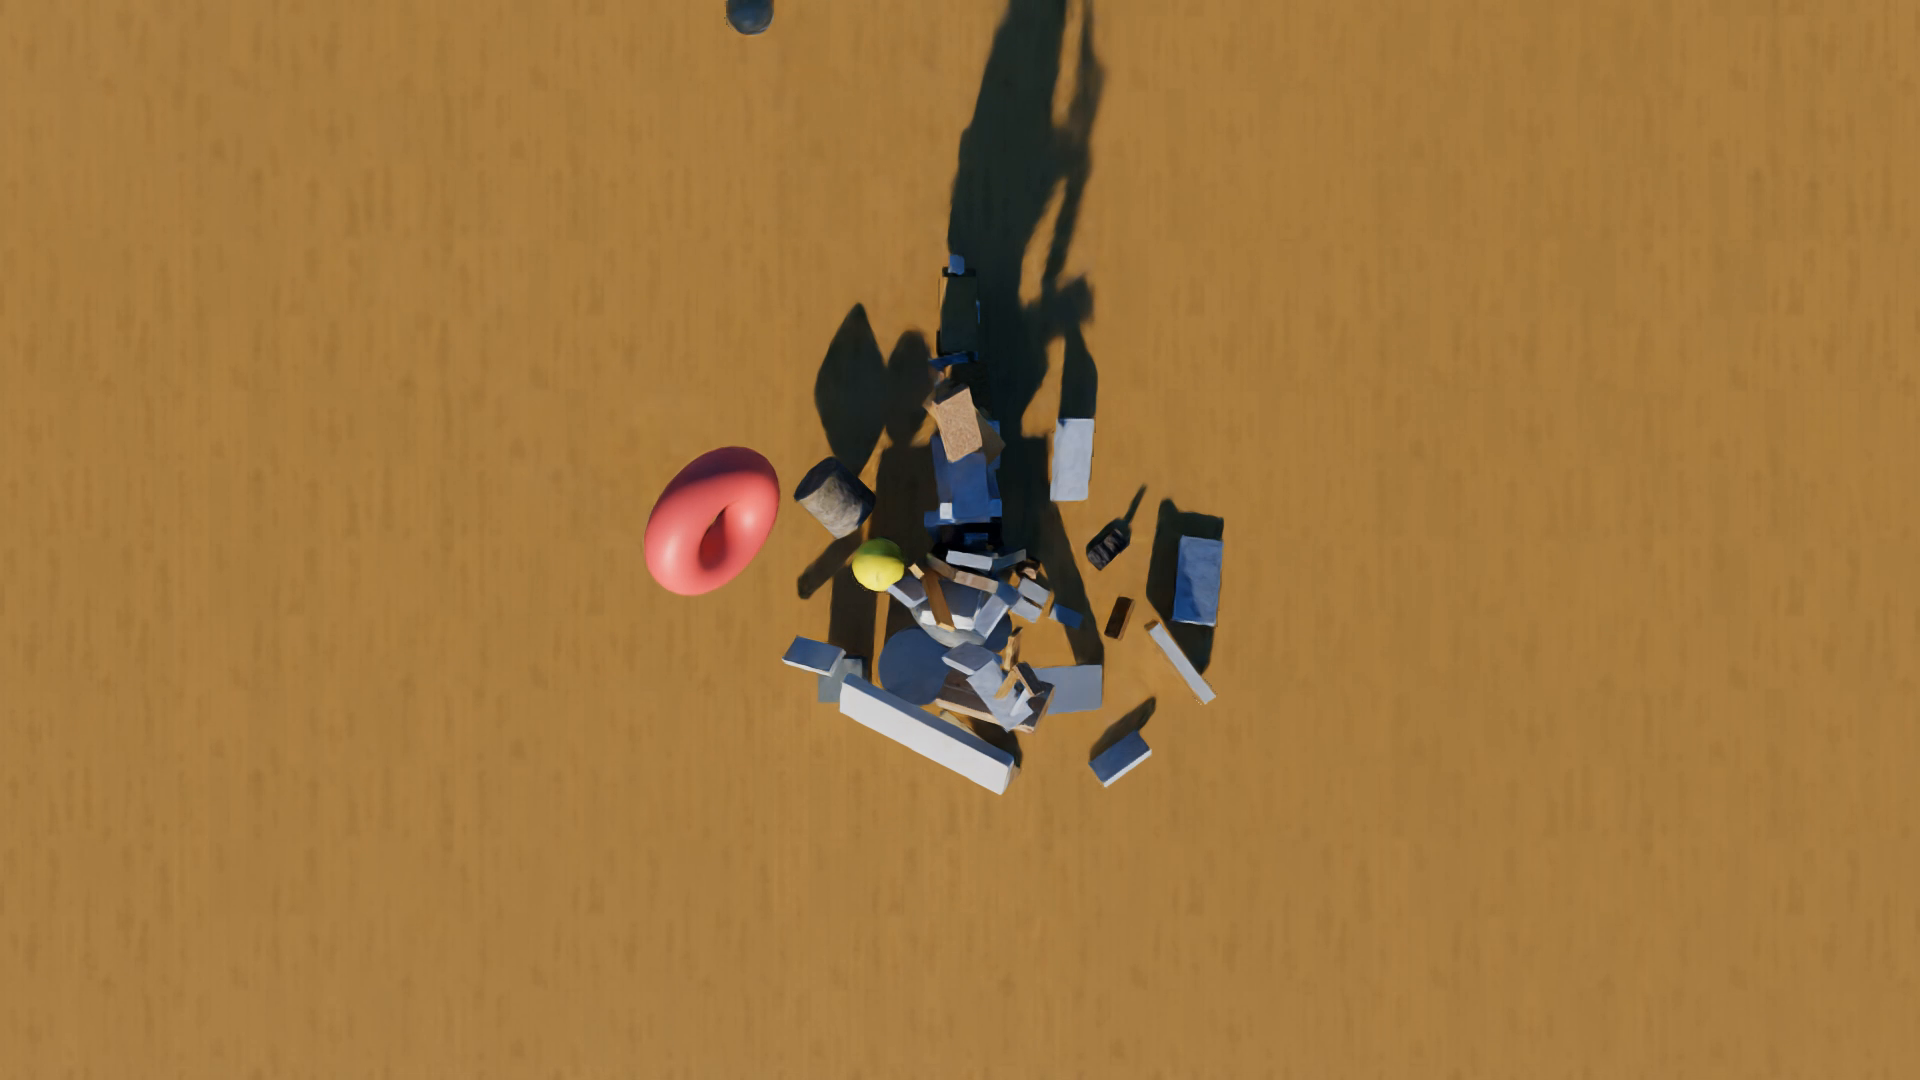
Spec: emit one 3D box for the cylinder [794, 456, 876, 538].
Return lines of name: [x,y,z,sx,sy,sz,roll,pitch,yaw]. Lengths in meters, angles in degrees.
cylinder: [-0.403,-0.138,5.334,0.188,0.188,0.188,-45,114,0]

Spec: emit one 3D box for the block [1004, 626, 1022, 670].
block: [0.148,0.301,4.574,0.016,0.057,0.113,20,124,21]

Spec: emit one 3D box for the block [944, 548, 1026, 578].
block: [0.074,0.073,5.166,0.249,0.125,0.035,-19,103,-38]

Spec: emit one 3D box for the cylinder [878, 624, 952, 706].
cylinder: [-0.139,0.406,5.376,0.247,0.247,0.247,0,90,0]

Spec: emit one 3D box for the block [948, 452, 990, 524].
block: [0.024,-0.144,4.532,0.100,0.028,0.201,-3,62,-1]

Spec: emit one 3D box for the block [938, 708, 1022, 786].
block: [0.046,0.693,5.425,0.352,0.027,0.097,41,90,-21]

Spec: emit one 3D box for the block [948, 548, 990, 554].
block: [0.023,0.046,4.727,0.119,0.239,0.034,3,93,-1]

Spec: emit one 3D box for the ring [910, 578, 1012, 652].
ring: [-0.001,0.230,5.323,0.378,0.378,0.126,34,115,0]

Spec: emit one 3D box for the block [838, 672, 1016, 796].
block: [-0.109,0.604,5.147,0.589,0.159,0.045,26,50,14]

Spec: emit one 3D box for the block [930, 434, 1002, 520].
block: [0.010,-0.201,4.922,0.170,0.805,0.048,-3,107,-2]

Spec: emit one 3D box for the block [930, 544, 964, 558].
block: [-0.043,0.037,5.080,0.089,0.177,0.025,-6,101,8]

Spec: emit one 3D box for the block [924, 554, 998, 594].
block: [0.000,0.091,4.667,0.119,0.424,0.034,16,92,-14]

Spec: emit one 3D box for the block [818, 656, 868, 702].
block: [-0.382,0.457,5.421,0.142,0.142,0.142,0,90,6]

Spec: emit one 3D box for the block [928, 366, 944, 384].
block: [-0.016,-0.510,5.110,0.129,0.258,0.037,2,100,-9]

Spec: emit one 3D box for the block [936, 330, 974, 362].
block: [-0.012,-0.556,5.318,0.118,0.033,0.236,-1,86,-9]

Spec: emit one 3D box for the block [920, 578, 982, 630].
block: [-0.019,0.169,5.105,0.159,0.319,0.045,8,118,4]

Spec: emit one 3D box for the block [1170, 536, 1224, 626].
block: [0.784,0.134,5.445,0.142,0.040,0.283,8,76,0]

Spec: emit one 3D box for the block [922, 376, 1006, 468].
block: [0.018,-0.317,4.582,0.028,0.546,0.100,42,90,22]

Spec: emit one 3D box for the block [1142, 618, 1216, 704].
block: [0.714,0.395,5.383,0.042,0.150,0.300,-38,93,1]

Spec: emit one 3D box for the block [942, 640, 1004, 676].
block: [0.035,0.349,4.814,0.094,0.189,0.027,-28,114,-24]

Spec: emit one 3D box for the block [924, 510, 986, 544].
block: [-0.005,-0.041,5.050,0.170,0.340,0.048,-5,80,5]

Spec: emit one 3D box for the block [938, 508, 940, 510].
block: [-0.001,-0.211,5.208,0.142,0.397,0.040,-3,120,0]

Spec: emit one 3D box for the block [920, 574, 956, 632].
block: [-0.063,0.179,4.702,0.057,0.206,0.016,25,119,-35]

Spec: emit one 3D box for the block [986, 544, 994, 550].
block: [0.043,0.046,5.354,0.125,0.268,0.035,-13,71,24]

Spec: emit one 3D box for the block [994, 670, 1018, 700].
block: [0.136,0.401,4.616,0.014,0.050,0.099,39,111,19]

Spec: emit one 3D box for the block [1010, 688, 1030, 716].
block: [0.177,0.447,4.615,0.014,0.049,0.099,37,123,15]

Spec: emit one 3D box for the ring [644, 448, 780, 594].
ring: [-0.498,-0.038,3.327,0.111,0.332,0.332,34,90,24]

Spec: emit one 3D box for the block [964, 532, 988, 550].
block: [0.042,0.005,4.558,0.060,0.121,0.017,-2,74,-2]

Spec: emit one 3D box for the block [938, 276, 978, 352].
block: [-0.005,-0.722,5.279,0.118,0.033,0.236,-3,95,-8]

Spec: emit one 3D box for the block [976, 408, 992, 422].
block: [0.059,-0.353,4.908,0.069,0.138,0.020,-15,120,-9]

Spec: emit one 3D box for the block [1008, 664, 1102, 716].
block: [0.297,0.485,5.327,0.449,0.042,0.150,0,90,-45]

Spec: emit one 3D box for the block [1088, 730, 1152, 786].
block: [0.532,0.722,5.458,0.193,0.027,0.097,-36,50,0]

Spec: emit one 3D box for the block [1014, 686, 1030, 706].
block: [0.139,0.474,4.787,0.095,0.189,0.027,-45,107,0]

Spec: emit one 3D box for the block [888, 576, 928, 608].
block: [-0.149,0.154,4.941,0.089,0.177,0.025,37,106,9]
